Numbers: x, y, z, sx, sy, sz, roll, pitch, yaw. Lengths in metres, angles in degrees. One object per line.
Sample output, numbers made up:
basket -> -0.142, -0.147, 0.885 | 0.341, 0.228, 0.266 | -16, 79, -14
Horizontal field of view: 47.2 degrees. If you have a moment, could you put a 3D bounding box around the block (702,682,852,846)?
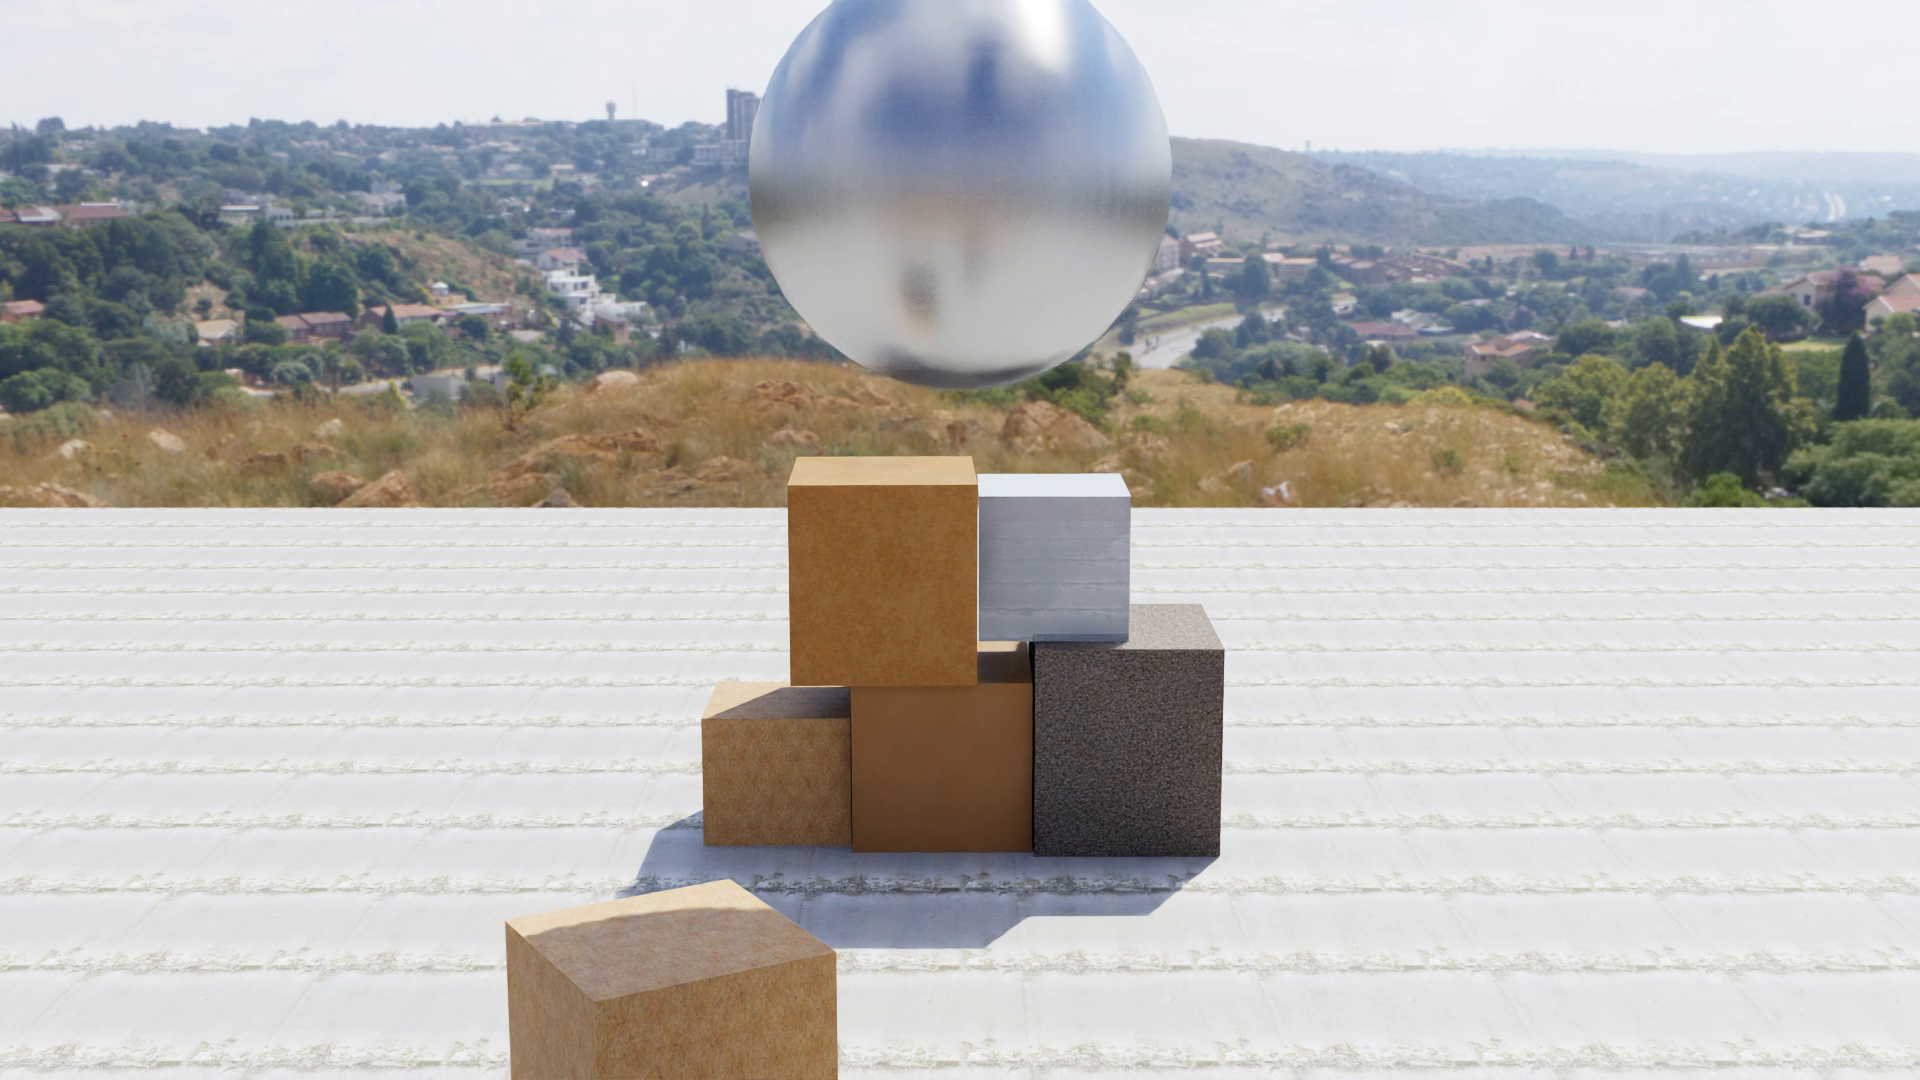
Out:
block -> -0.919, 1.148, 11.403 | 0.744, 0.661, 0.763 | 0, 10, 0

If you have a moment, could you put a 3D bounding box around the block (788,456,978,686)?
block -> -0.385, 0.138, 11.173 | 0.917, 0.995, 0.968 | 0, 10, -1

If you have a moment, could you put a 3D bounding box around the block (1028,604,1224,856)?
block -> 0.830, 0.957, 11.348 | 0.923, 1.057, 1.072 | 0, 10, 0

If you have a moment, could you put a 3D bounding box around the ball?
ball -> 0.000, -1.369, 8.299 | 1.600, 1.600, 1.600 | 0, 10, 0

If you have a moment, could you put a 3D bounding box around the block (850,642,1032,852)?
block -> -0.090, 1.051, 11.360 | 0.895, 0.868, 0.923 | 0, 10, 0

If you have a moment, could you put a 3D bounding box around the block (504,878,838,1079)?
block -> -0.995, 1.758, 7.551 | 0.852, 0.839, 0.853 | -6, 12, -30

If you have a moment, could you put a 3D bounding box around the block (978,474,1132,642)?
block -> 0.464, 0.078, 11.194 | 0.745, 0.728, 0.740 | 0, 10, 0
